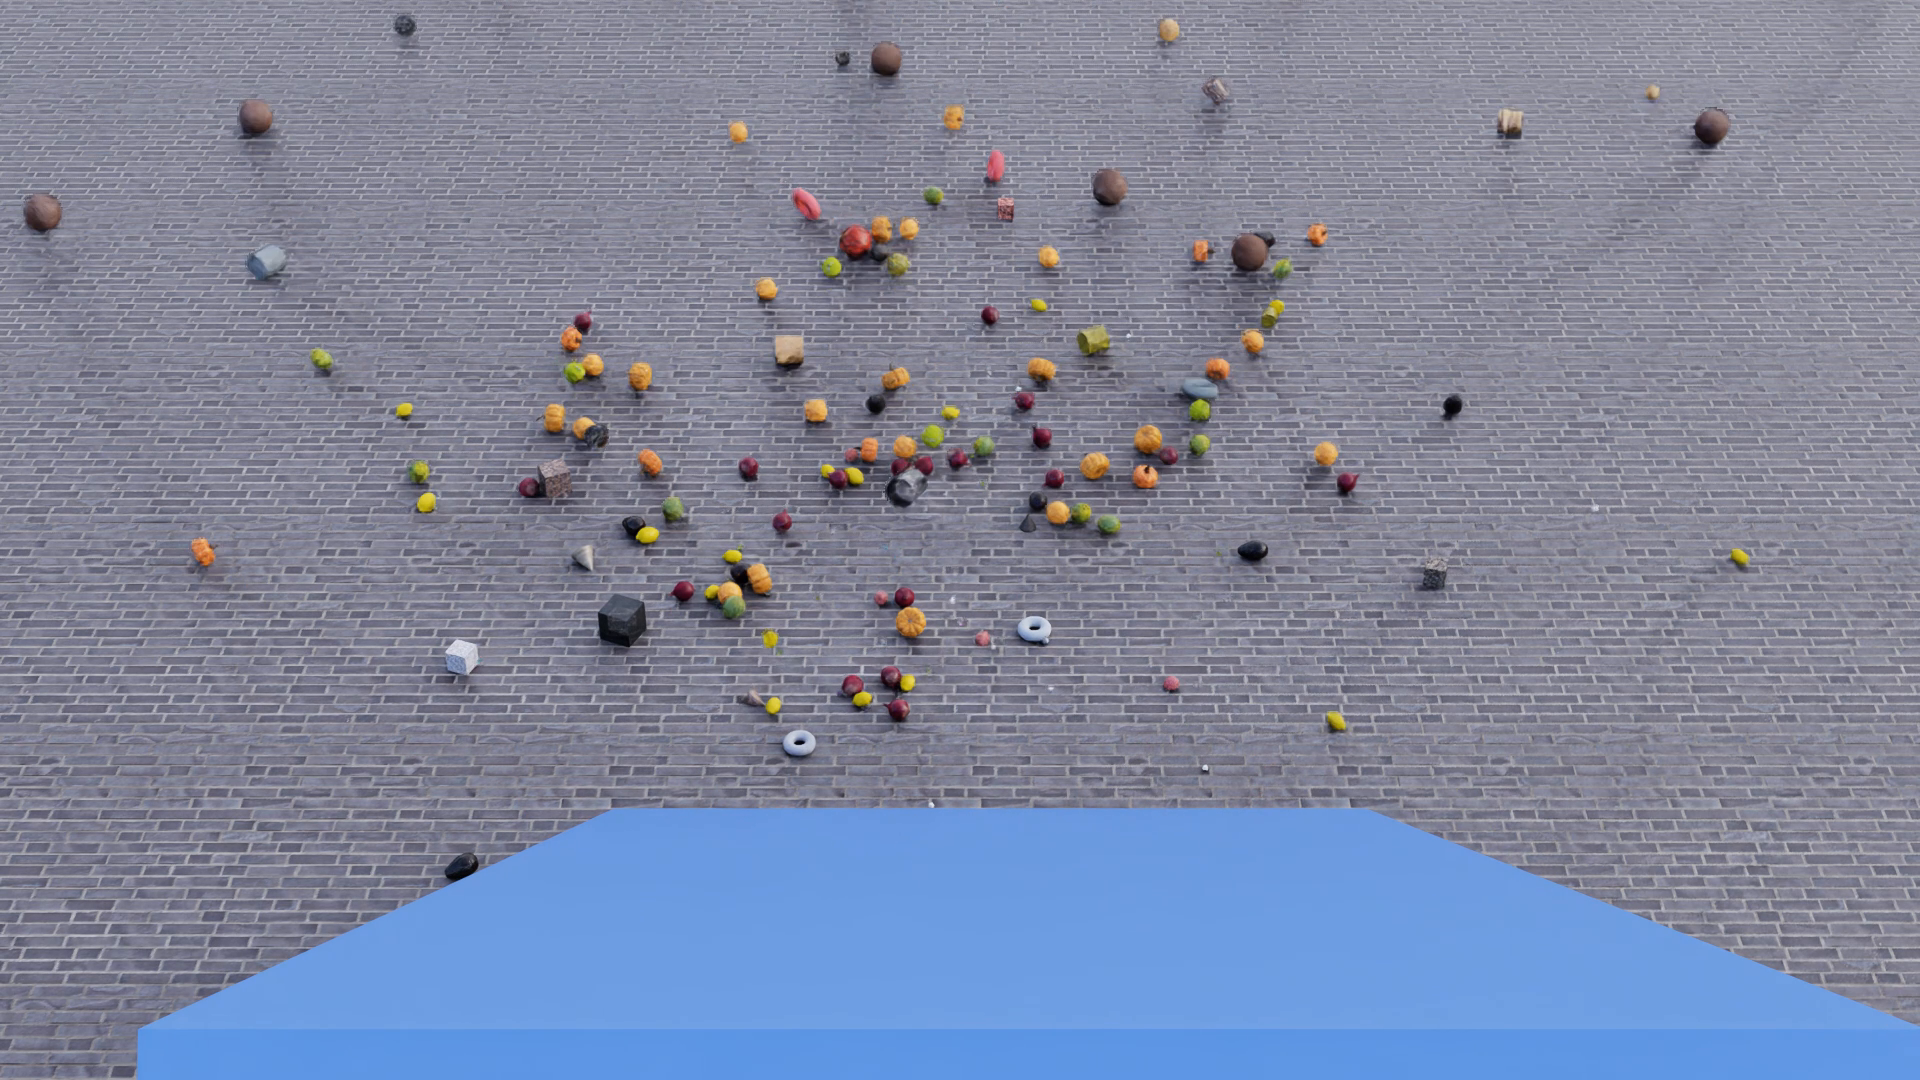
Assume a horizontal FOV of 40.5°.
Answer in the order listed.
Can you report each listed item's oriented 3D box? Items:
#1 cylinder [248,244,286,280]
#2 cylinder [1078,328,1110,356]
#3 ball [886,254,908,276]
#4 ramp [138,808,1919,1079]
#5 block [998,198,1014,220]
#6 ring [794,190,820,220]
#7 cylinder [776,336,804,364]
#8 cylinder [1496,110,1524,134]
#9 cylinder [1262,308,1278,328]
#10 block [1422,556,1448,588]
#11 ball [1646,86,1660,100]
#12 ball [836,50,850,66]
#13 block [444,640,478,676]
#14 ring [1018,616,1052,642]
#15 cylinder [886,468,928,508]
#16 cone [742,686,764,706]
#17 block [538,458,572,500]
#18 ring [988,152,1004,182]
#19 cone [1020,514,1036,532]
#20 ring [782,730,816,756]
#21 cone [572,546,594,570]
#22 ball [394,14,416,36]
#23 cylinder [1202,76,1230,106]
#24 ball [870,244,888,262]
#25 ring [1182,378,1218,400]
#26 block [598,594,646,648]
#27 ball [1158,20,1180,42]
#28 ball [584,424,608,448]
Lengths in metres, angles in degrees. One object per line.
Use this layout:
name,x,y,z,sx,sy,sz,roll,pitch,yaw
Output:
cylinder,-2.466,-0.988,9.252,0.094,0.094,0.094,20,41,25
cylinder,0.455,-0.676,8.844,0.080,0.080,0.080,-16,40,-21
ball,-0.222,-0.980,9.253,0.080,0.080,0.080,0,37,0
ramp,0.080,0.680,4.904,2.000,0.100,4.000,0,-2,0
block,0.169,-1.224,9.602,0.057,0.057,0.057,-1,37,-1
ring,-0.561,-1.231,9.557,0.041,0.123,0.123,-41,50,-20
cylinder,-0.576,-0.639,8.783,0.091,0.091,0.091,-3,37,-4
cylinder,2.139,-1.625,10.111,0.091,0.091,0.091,5,37,8
cylinder,1.070,-0.771,8.997,0.051,0.051,0.051,7,37,9
block,1.429,0.097,7.814,0.064,0.064,0.064,9,38,12
ball,2.758,-1.779,10.351,0.058,0.058,0.058,0,37,0
ball,-0.477,-1.965,10.599,0.061,0.061,0.061,0,37,0
block,-1.434,0.338,7.487,0.065,0.065,0.065,13,39,17
ring,0.218,0.260,7.619,0.100,0.033,0.100,-1,37,1
cylinder,-0.166,-0.164,8.124,0.095,0.095,0.095,16,28,20
cone,-0.577,0.453,7.364,0.060,0.060,0.060,37,44,3
block,-1.276,-0.193,8.189,0.083,0.083,0.083,-15,39,-20
ring,0.134,-1.406,9.802,0.038,0.114,0.114,4,34,-18
cone,0.210,-0.060,8.035,0.053,0.053,0.053,0,37,0
ring,-0.445,0.563,7.212,0.093,0.031,0.093,0,38,0
cone,-1.129,0.067,7.880,0.074,0.074,0.074,-20,68,-25
ball,-2.306,-2.137,10.808,0.089,0.089,0.089,0,37,0
cylinder,1.012,-1.776,10.283,0.080,0.080,0.080,-39,18,15
ball,-0.289,-1.031,9.335,0.066,0.066,0.066,0,37,0
ring,0.797,-0.501,8.629,0.120,0.040,0.120,7,26,-4
block,-0.986,0.235,7.598,0.098,0.098,0.098,15,39,20
ball,0.867,-2.112,10.775,0.089,0.089,0.089,0,37,0
ball,-1.173,-0.333,8.382,0.077,0.077,0.077,0,37,0
